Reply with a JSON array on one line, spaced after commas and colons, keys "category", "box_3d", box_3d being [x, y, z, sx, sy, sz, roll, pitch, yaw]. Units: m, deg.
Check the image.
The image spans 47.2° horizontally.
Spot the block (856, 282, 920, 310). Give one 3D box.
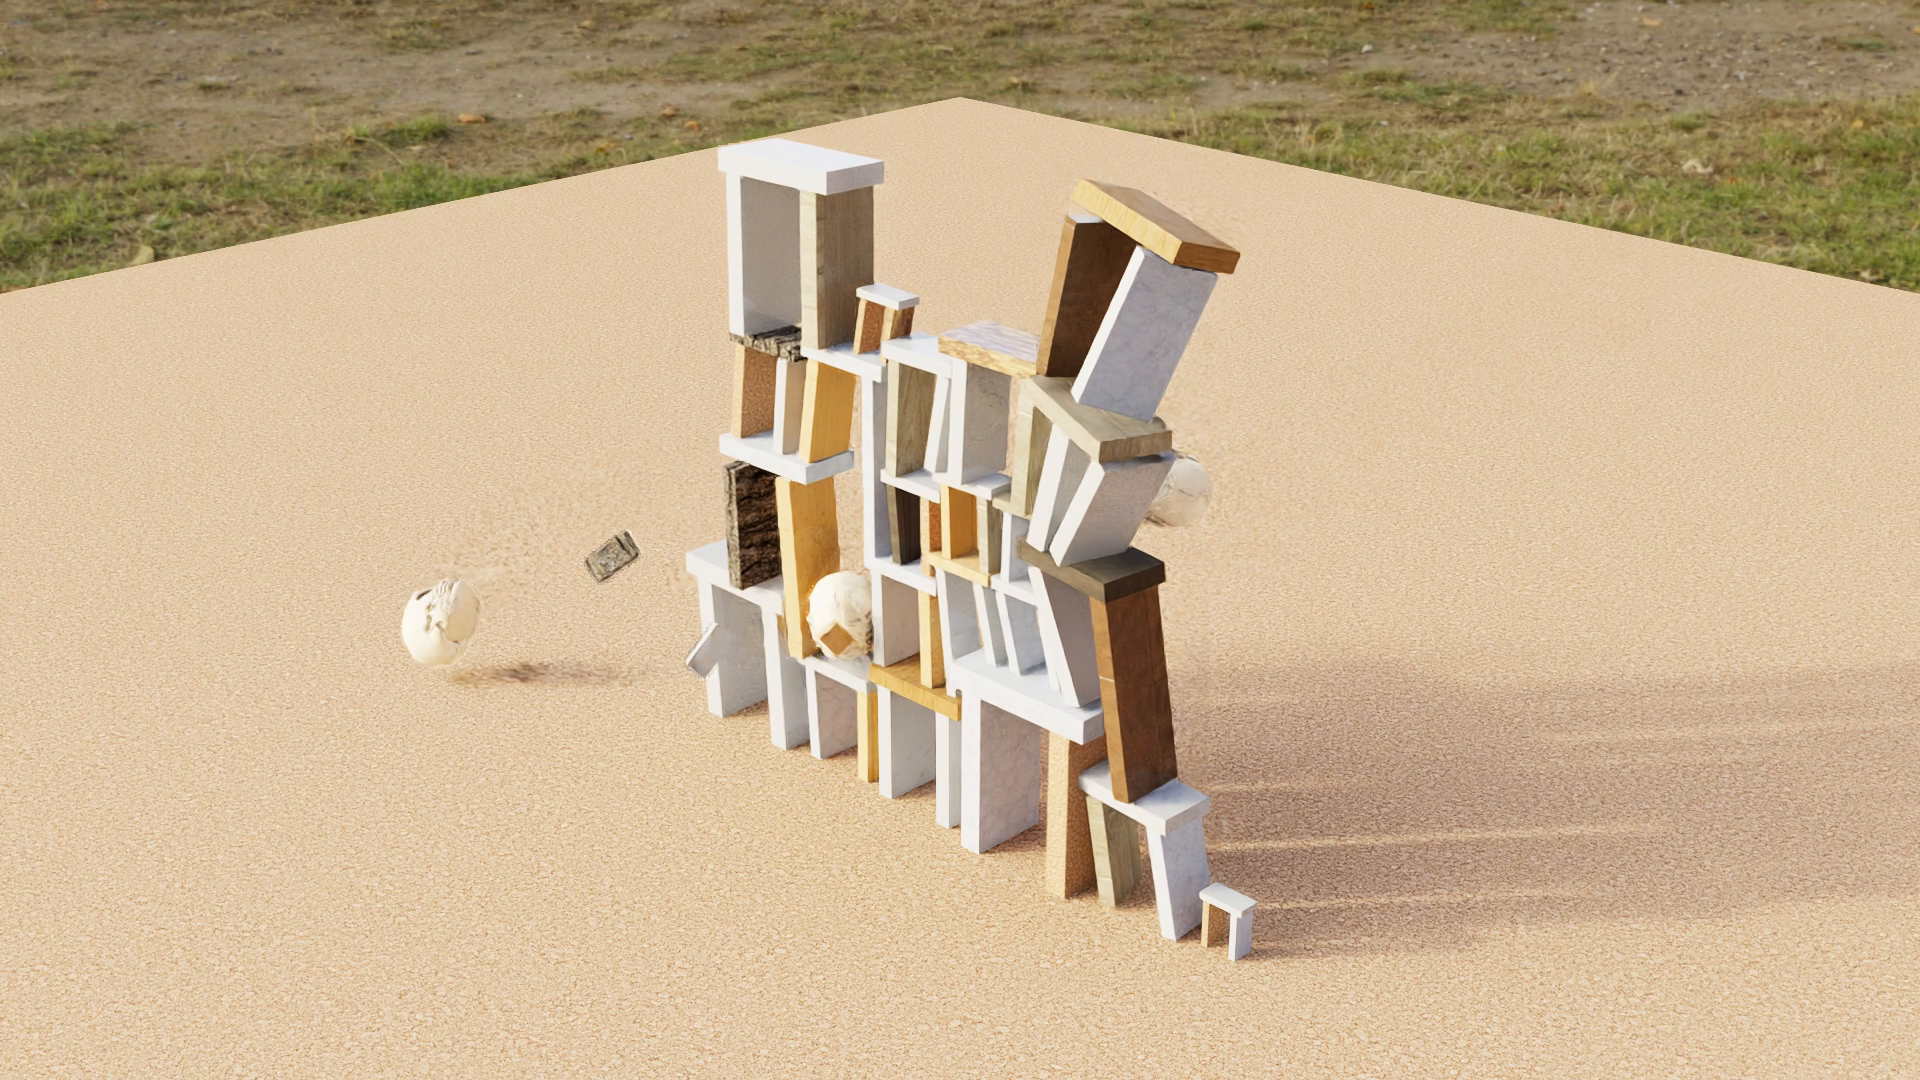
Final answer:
[{"category": "block", "box_3d": [-0.136, -0.463, 4.174, 0.113, 0.016, 0.057, 23, 31, 39]}]

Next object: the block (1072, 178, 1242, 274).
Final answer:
[{"category": "block", "box_3d": [0.323, -0.521, 3.640, 0.139, 0.039, 0.277, 4, 26, -40]}]

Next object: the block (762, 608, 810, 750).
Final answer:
[{"category": "block", "box_3d": [-0.337, 0.272, 4.707, 0.045, 0.320, 0.160, 18, 29, 42]}]

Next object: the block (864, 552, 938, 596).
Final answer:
[{"category": "block", "box_3d": [-0.083, 0.054, 4.341, 0.203, 0.029, 0.102, 21, 31, 41]}]

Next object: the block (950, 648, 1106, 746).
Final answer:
[{"category": "block", "box_3d": [0.163, 0.280, 4.160, 0.171, 0.049, 0.343, -21, 31, -41]}]

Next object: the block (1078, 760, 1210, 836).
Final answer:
[{"category": "block", "box_3d": [0.336, 0.463, 4.031, 0.114, 0.032, 0.228, -22, 31, -35]}]

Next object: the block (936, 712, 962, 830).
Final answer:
[{"category": "block", "box_3d": [0.010, 0.441, 4.401, 0.036, 0.251, 0.126, 21, 31, 41]}]

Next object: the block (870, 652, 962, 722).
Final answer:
[{"category": "block", "box_3d": [-0.050, 0.285, 4.400, 0.251, 0.036, 0.126, 21, 31, 41]}]

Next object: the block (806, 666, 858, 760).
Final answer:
[{"category": "block", "box_3d": [-0.270, 0.350, 4.664, 0.105, 0.211, 0.030, -19, 27, -37]}]

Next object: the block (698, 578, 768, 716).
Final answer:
[{"category": "block", "box_3d": [-0.489, 0.213, 4.847, 0.045, 0.320, 0.160, 18, 29, 42]}]

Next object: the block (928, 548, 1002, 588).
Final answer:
[{"category": "block", "box_3d": [0.023, 0.046, 4.212, 0.159, 0.023, 0.080, 21, 31, 41]}]

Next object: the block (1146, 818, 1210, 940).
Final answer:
[{"category": "block", "box_3d": [0.405, 0.605, 4.030, 0.114, 0.228, 0.032, -26, 25, -39]}]

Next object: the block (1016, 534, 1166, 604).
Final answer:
[{"category": "block", "box_3d": [0.232, 0.035, 3.938, 0.134, 0.038, 0.267, -18, 27, -29]}]

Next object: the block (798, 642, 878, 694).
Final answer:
[{"category": "block", "box_3d": [-0.229, 0.257, 4.575, 0.211, 0.030, 0.105, 22, 32, 40]}]

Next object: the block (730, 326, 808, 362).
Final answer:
[{"category": "block", "box_3d": [-0.360, -0.403, 4.421, 0.102, 0.029, 0.203, -20, 30, -40]}]

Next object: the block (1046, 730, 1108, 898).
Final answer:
[{"category": "block", "box_3d": [0.242, 0.491, 4.163, 0.171, 0.343, 0.049, -21, 31, -40]}]

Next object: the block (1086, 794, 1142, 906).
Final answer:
[{"category": "block", "box_3d": [0.292, 0.560, 4.139, 0.032, 0.228, 0.114, 5, 25, 32]}]

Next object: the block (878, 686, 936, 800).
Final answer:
[{"category": "block", "box_3d": [-0.109, 0.394, 4.510, 0.036, 0.251, 0.126, 21, 31, 41]}]

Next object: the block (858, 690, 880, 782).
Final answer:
[{"category": "block", "box_3d": [-0.162, 0.390, 4.570, 0.105, 0.211, 0.030, -19, 31, -38]}]

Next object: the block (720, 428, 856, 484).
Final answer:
[{"category": "block", "box_3d": [-0.356, -0.182, 4.511, 0.267, 0.038, 0.134, 21, 31, 41]}]

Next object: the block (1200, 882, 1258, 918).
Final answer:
[{"category": "block", "box_3d": [0.485, 0.650, 3.968, 0.095, 0.014, 0.048, 21, 31, 41]}]

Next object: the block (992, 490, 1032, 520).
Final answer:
[{"category": "block", "box_3d": [0.134, -0.062, 4.061, 0.138, 0.020, 0.069, 21, 31, 39]}]

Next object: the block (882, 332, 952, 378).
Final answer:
[{"category": "block", "box_3d": [-0.043, -0.347, 4.122, 0.197, 0.028, 0.099, 21, 31, 40]}]

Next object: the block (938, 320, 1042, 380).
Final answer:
[{"category": "block", "box_3d": [0.091, -0.343, 3.974, 0.124, 0.035, 0.247, -21, 31, -40]}]

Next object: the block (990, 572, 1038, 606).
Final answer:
[{"category": "block", "box_3d": [0.140, 0.090, 4.114, 0.157, 0.022, 0.079, 21, 31, 40]}]

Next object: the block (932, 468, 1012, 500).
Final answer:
[{"category": "block", "box_3d": [0.029, -0.114, 4.145, 0.150, 0.021, 0.075, 20, 30, 39]}]

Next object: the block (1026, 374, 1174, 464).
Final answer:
[{"category": "block", "box_3d": [0.235, -0.217, 3.753, 0.138, 0.039, 0.276, -10, 31, -22]}]

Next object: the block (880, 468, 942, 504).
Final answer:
[{"category": "block", "box_3d": [-0.067, -0.114, 4.249, 0.163, 0.023, 0.081, 22, 32, 40]}]

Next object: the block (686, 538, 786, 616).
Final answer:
[{"category": "block", "box_3d": [-0.423, 0.071, 4.711, 0.160, 0.045, 0.320, -21, 31, -40]}]

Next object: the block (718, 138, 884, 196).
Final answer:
[{"category": "block", "box_3d": [-0.309, -0.724, 4.252, 0.306, 0.043, 0.153, 20, 28, 39]}]

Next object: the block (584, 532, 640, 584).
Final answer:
[{"category": "block", "box_3d": [-0.631, 0.032, 4.002, 0.096, 0.048, 0.014, -35, -12, 13]}]

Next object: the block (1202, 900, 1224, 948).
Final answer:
[{"category": "block", "box_3d": [0.462, 0.691, 4.010, 0.014, 0.095, 0.048, 21, 31, 41]}]

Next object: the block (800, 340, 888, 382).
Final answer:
[{"category": "block", "box_3d": [-0.194, -0.360, 4.280, 0.219, 0.031, 0.109, 22, 30, 37]}]

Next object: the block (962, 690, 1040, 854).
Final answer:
[{"category": "block", "box_3d": [0.081, 0.428, 4.312, 0.049, 0.343, 0.171, 22, 31, 40]}]
